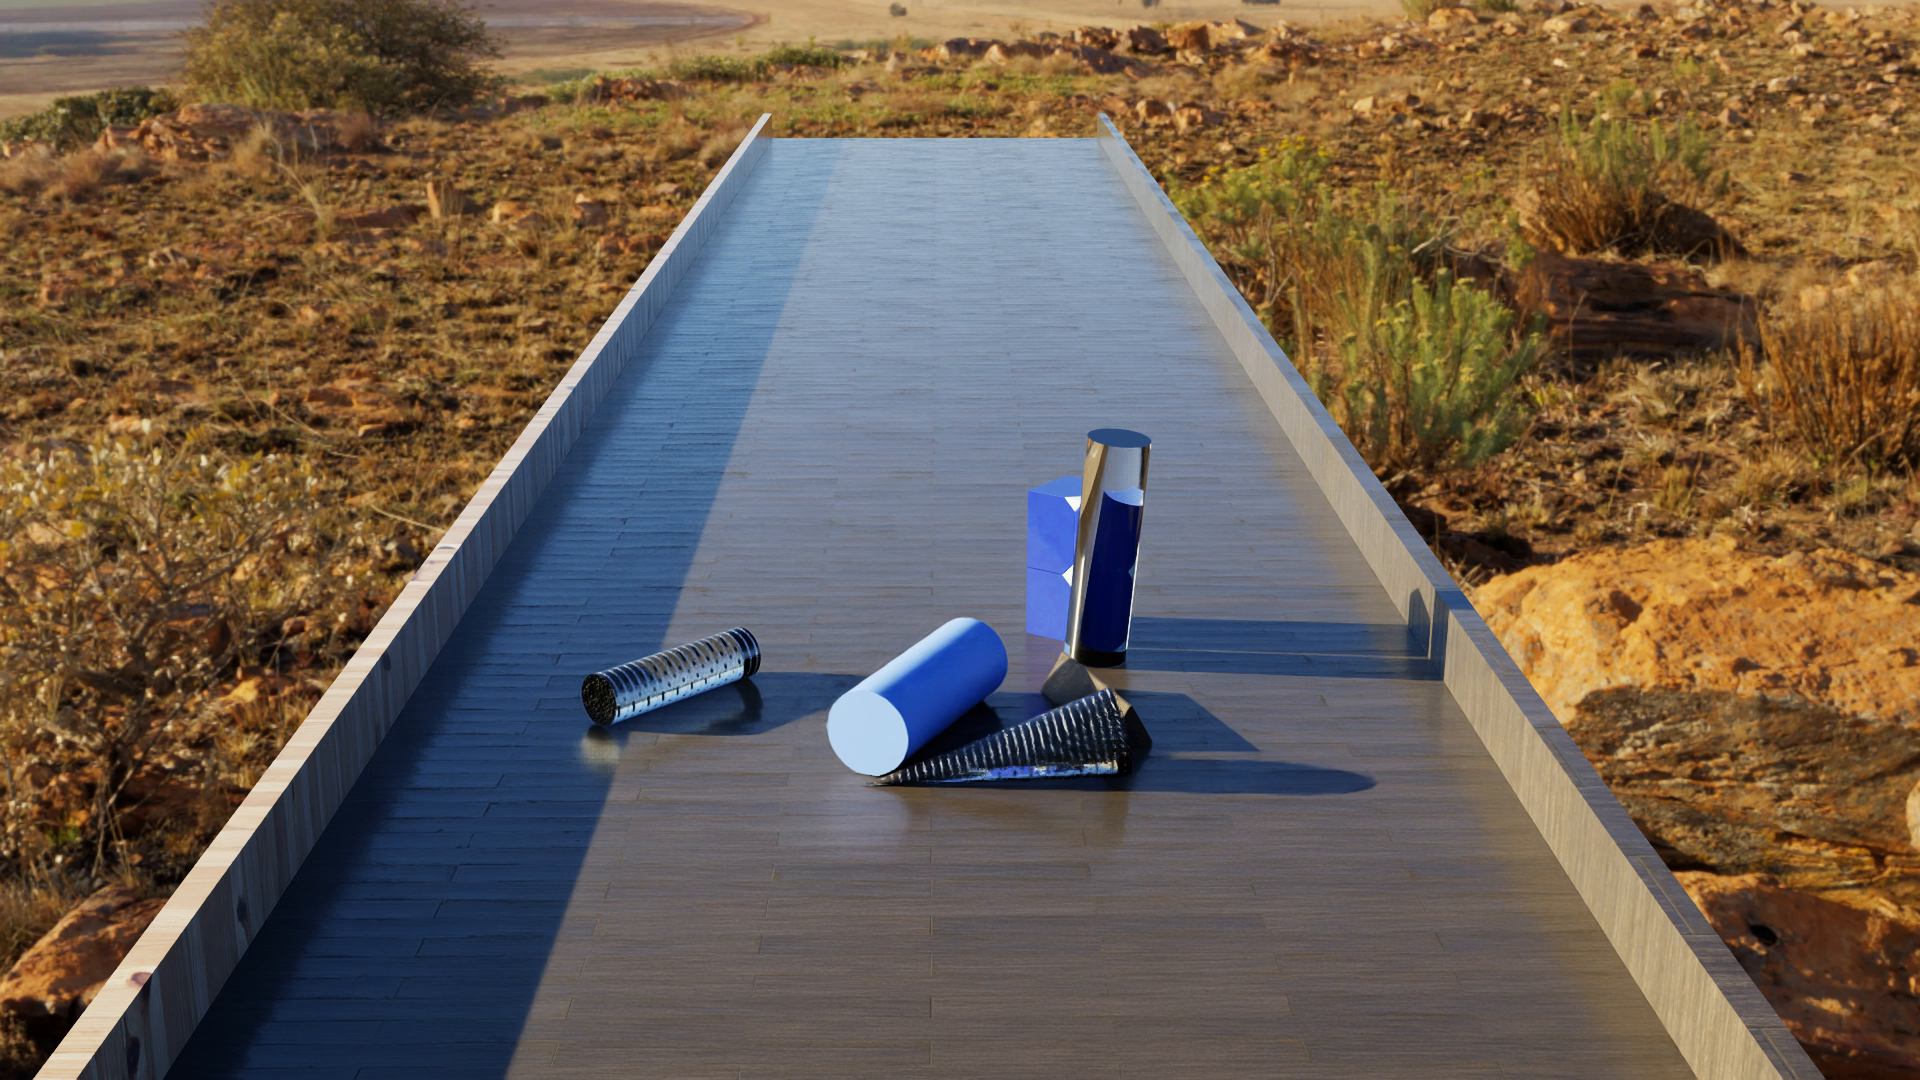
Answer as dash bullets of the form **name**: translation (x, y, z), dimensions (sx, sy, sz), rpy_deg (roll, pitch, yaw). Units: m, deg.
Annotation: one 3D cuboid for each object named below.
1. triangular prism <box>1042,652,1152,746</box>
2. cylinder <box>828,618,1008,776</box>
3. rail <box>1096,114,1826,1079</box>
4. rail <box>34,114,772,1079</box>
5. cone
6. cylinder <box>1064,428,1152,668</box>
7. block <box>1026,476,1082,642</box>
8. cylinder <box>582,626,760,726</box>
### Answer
- **triangular prism**: translation (0.252, 0.293, 4.099), dimensions (0.089, 0.077, 0.313), rpy_deg (-6, 17, -20)
- **cylinder**: translation (-0.071, 0.280, 4.010), dimensions (0.158, 0.158, 0.434), rpy_deg (7, 18, 23)
- **rail**: translation (0.932, -0.844, 7.801), dimensions (0.050, 0.150, 12.000), rpy_deg (0, 17, -1)
- **rail**: translation (-1.118, -0.838, 7.780), dimensions (0.050, 0.150, 12.000), rpy_deg (0, 17, -1)
- **cone**: translation (0.052, 0.379, 3.816), dimensions (0.459, 0.156, 0.156), rpy_deg (-12, 18, -5)
- **cylinder**: translation (0.291, 0.017, 4.350), dimensions (0.126, 0.458, 0.126), rpy_deg (5, 20, -2)
- **block**: translation (0.240, 0.042, 4.548), dimensions (0.146, 0.307, 0.146), rpy_deg (12, 20, 35)
- **cylinder**: translation (-0.546, 0.257, 4.185), dimensions (0.100, 0.100, 0.361), rpy_deg (14, 22, 40)
